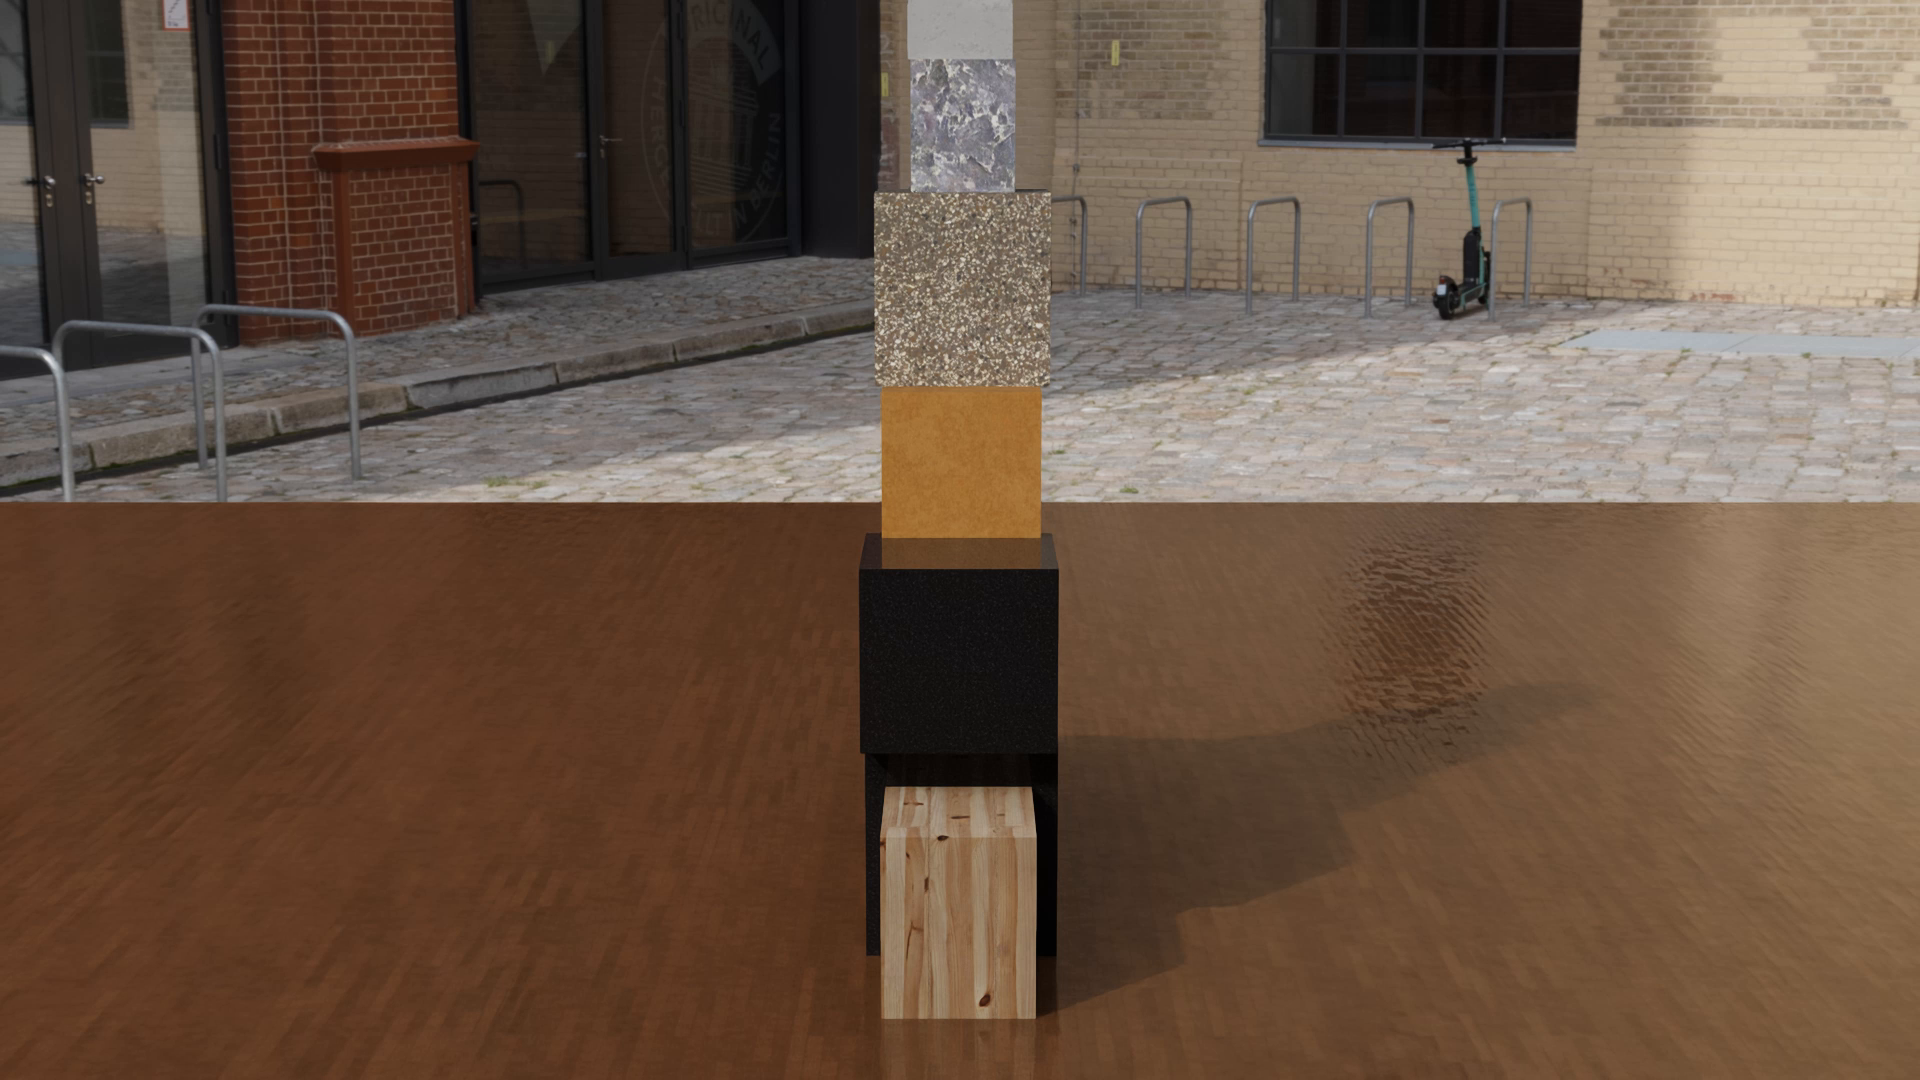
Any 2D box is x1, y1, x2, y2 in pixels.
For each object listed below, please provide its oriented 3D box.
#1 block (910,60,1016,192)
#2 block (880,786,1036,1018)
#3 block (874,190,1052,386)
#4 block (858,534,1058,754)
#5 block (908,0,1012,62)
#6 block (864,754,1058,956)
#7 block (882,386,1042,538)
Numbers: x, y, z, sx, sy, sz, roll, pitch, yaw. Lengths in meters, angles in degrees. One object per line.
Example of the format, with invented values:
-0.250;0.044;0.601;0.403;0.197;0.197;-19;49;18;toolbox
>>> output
0.013;-1.757;10.902;0.434;0.547;0.481;0;9;0;block
-0.006;1.392;9.933;0.582;0.708;0.691;0;10;0;block
0.011;-1.091;11.011;0.731;0.801;0.727;0;9;0;block
-0.005;0.404;10.365;0.773;0.736;0.786;0;10;0;block
0.000;-2.207;10.821;0.435;0.367;0.391;0;9;0;block
0.006;1.177;10.634;0.768;0.880;0.745;0;10;0;block
0.006;-0.354;10.831;0.656;0.600;0.611;0;9;0;block
